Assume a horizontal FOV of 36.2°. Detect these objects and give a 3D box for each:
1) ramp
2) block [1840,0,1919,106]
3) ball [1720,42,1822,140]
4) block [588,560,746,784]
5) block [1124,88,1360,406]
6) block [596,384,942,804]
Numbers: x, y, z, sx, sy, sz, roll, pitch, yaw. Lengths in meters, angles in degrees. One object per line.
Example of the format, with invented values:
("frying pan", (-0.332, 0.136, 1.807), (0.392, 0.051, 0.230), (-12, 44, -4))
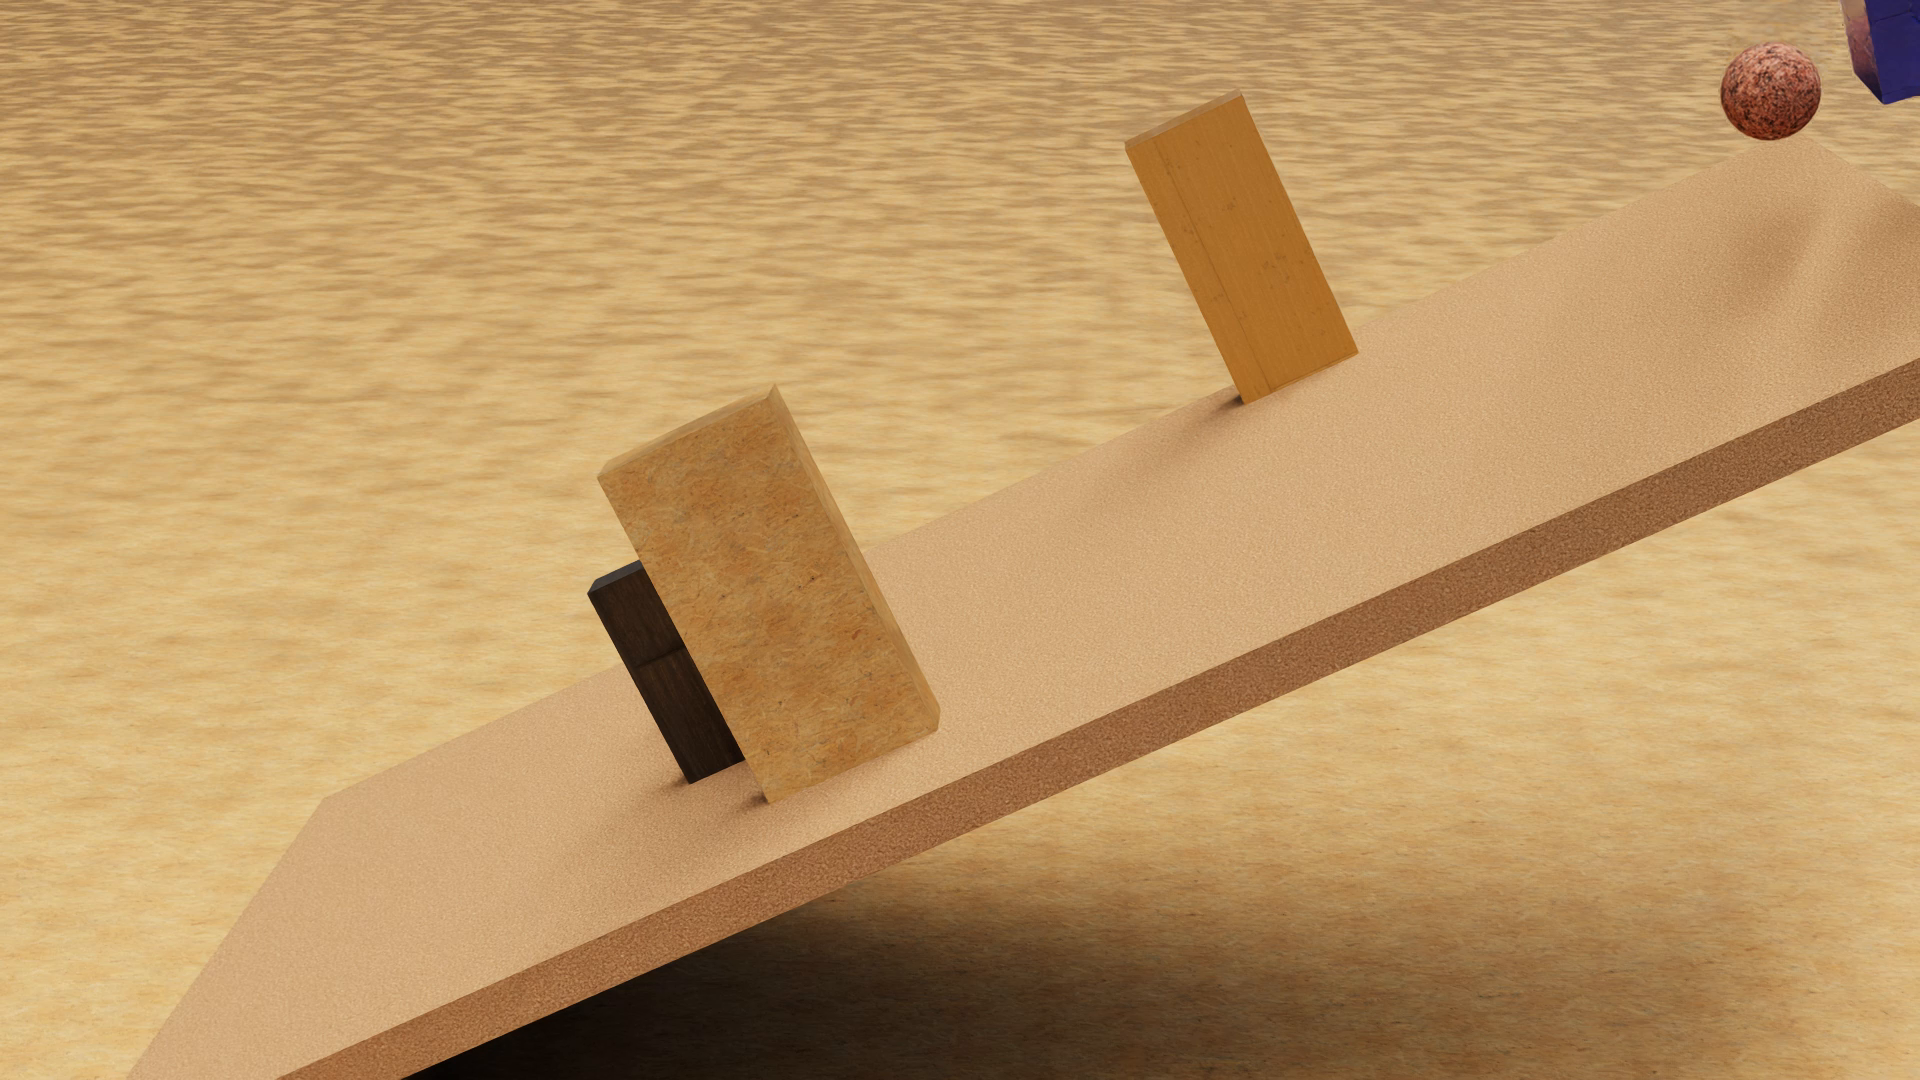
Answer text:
("ramp", (0.137, 0.168, 6.282), (4.000, 0.100, 2.000), (-24, 13, 9))
("block", (1.787, -0.971, 5.508), (0.208, 0.208, 0.208), (-16, 25, 8))
("ball", (1.634, -0.904, 5.927), (0.197, 0.197, 0.197), (0, 16, 0))
("block", (-0.470, 0.209, 6.064), (0.421, 0.457, 0.101), (-24, 13, 9))
("block", (0.657, -0.682, 6.855), (0.292, 0.664, 0.136), (-24, 13, 9))
("block", (-0.361, 0.107, 5.660), (0.363, 0.726, 0.125), (-24, 13, 9))
